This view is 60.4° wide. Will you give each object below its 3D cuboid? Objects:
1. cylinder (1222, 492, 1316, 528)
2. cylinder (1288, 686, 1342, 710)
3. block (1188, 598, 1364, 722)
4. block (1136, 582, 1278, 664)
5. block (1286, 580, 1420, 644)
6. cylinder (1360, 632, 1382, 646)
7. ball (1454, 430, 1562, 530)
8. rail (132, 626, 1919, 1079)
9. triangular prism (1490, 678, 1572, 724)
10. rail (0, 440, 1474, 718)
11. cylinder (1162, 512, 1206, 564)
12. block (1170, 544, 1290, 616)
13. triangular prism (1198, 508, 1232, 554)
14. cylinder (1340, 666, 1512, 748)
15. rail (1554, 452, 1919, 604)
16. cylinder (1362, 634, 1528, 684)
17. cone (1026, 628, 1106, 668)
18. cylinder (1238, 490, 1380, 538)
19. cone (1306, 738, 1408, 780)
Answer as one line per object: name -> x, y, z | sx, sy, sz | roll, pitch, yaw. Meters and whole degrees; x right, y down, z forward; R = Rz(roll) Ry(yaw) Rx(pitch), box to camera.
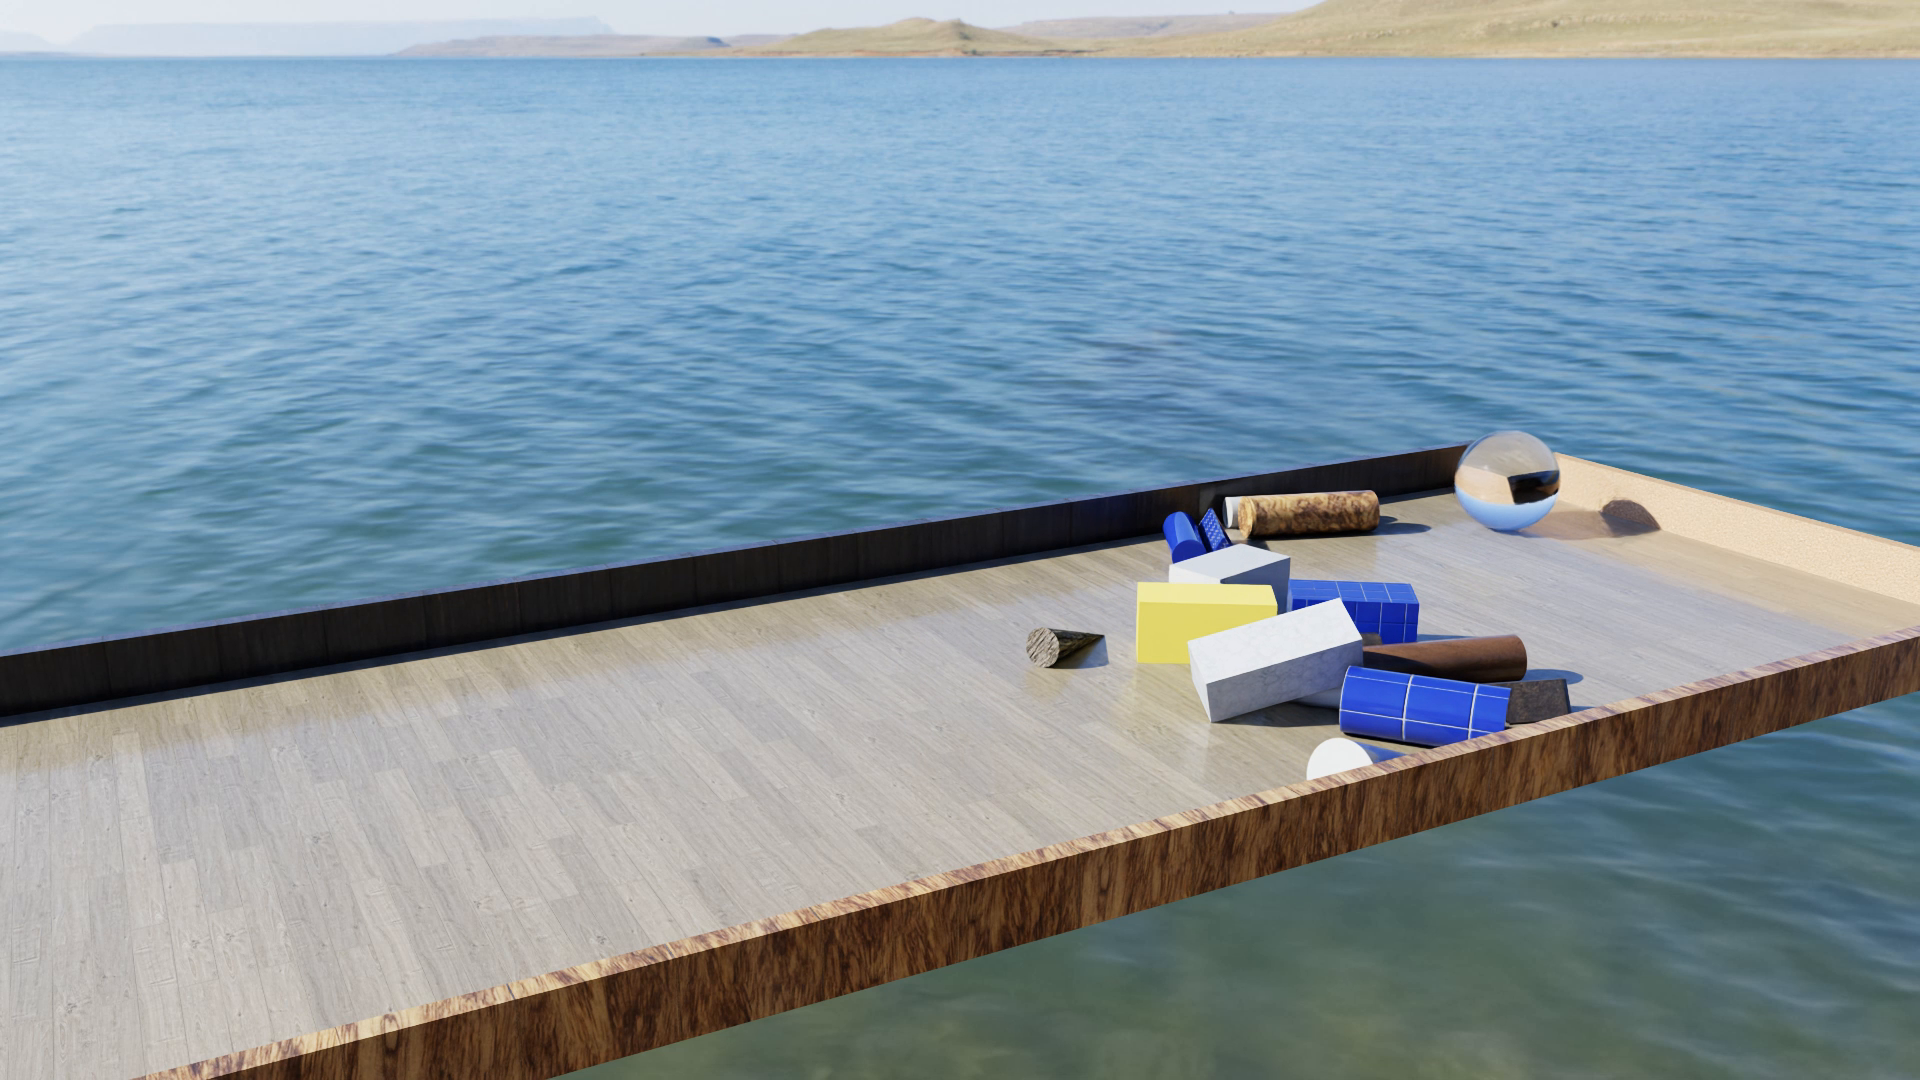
cylinder -> 1.106, -0.103, 5.523 | 0.443, 0.103, 0.103 | -3, 17, -10
cylinder -> 0.896, 0.352, 3.966 | 0.303, 0.107, 0.107 | 7, 18, 22
block -> 0.745, 0.284, 3.895 | 0.376, 0.141, 0.141 | -16, 42, -1
block -> 0.641, 0.219, 4.317 | 0.350, 0.165, 0.165 | 1, 16, 4
block -> 1.024, 0.214, 4.327 | 0.318, 0.168, 0.168 | 2, 17, 7
cylinder -> 0.855, 0.296, 4.155 | 0.406, 0.108, 0.108 | -2, 17, -8
ball -> 1.802, -0.197, 5.431 | 0.334, 0.334, 0.334 | 0, 16, 0
rail -> -2.336, 1.006, 1.665 | 12.000, 0.150, 0.050 | -9, 18, -27
triangular prism -> 1.261, 0.379, 3.906 | 0.364, 0.086, 0.099 | -3, 17, -10
rail -> -3.305, 0.497, 3.399 | 12.000, 0.150, 0.050 | -9, 18, -27
cylinder -> 0.700, 0.006, 5.146 | 0.107, 0.107, 0.321 | 1, 16, 2
block -> 0.745, 0.141, 4.563 | 0.308, 0.175, 0.175 | -14, 22, -40
triangular prism -> 0.801, -0.002, 5.150 | 0.130, 0.113, 0.346 | 0, 16, 2
cylinder -> 1.060, 0.389, 3.756 | 0.358, 0.156, 0.156 | 7, 18, 23
rail -> 2.466, -0.048, 5.253 | 0.050, 0.150, 2.100 | -9, 18, -27
cylinder -> 1.175, 0.309, 4.092 | 0.443, 0.119, 0.119 | -4, 17, -12
cone -> 0.303, 0.267, 4.357 | 0.103, 0.103, 0.303 | 12, 11, 36
cylinder -> 1.143, -0.086, 5.410 | 0.437, 0.134, 0.134 | -3, 17, -10
cone -> 0.933, 0.495, 3.525 | 0.407, 0.169, 0.169 | 1, 12, -42
